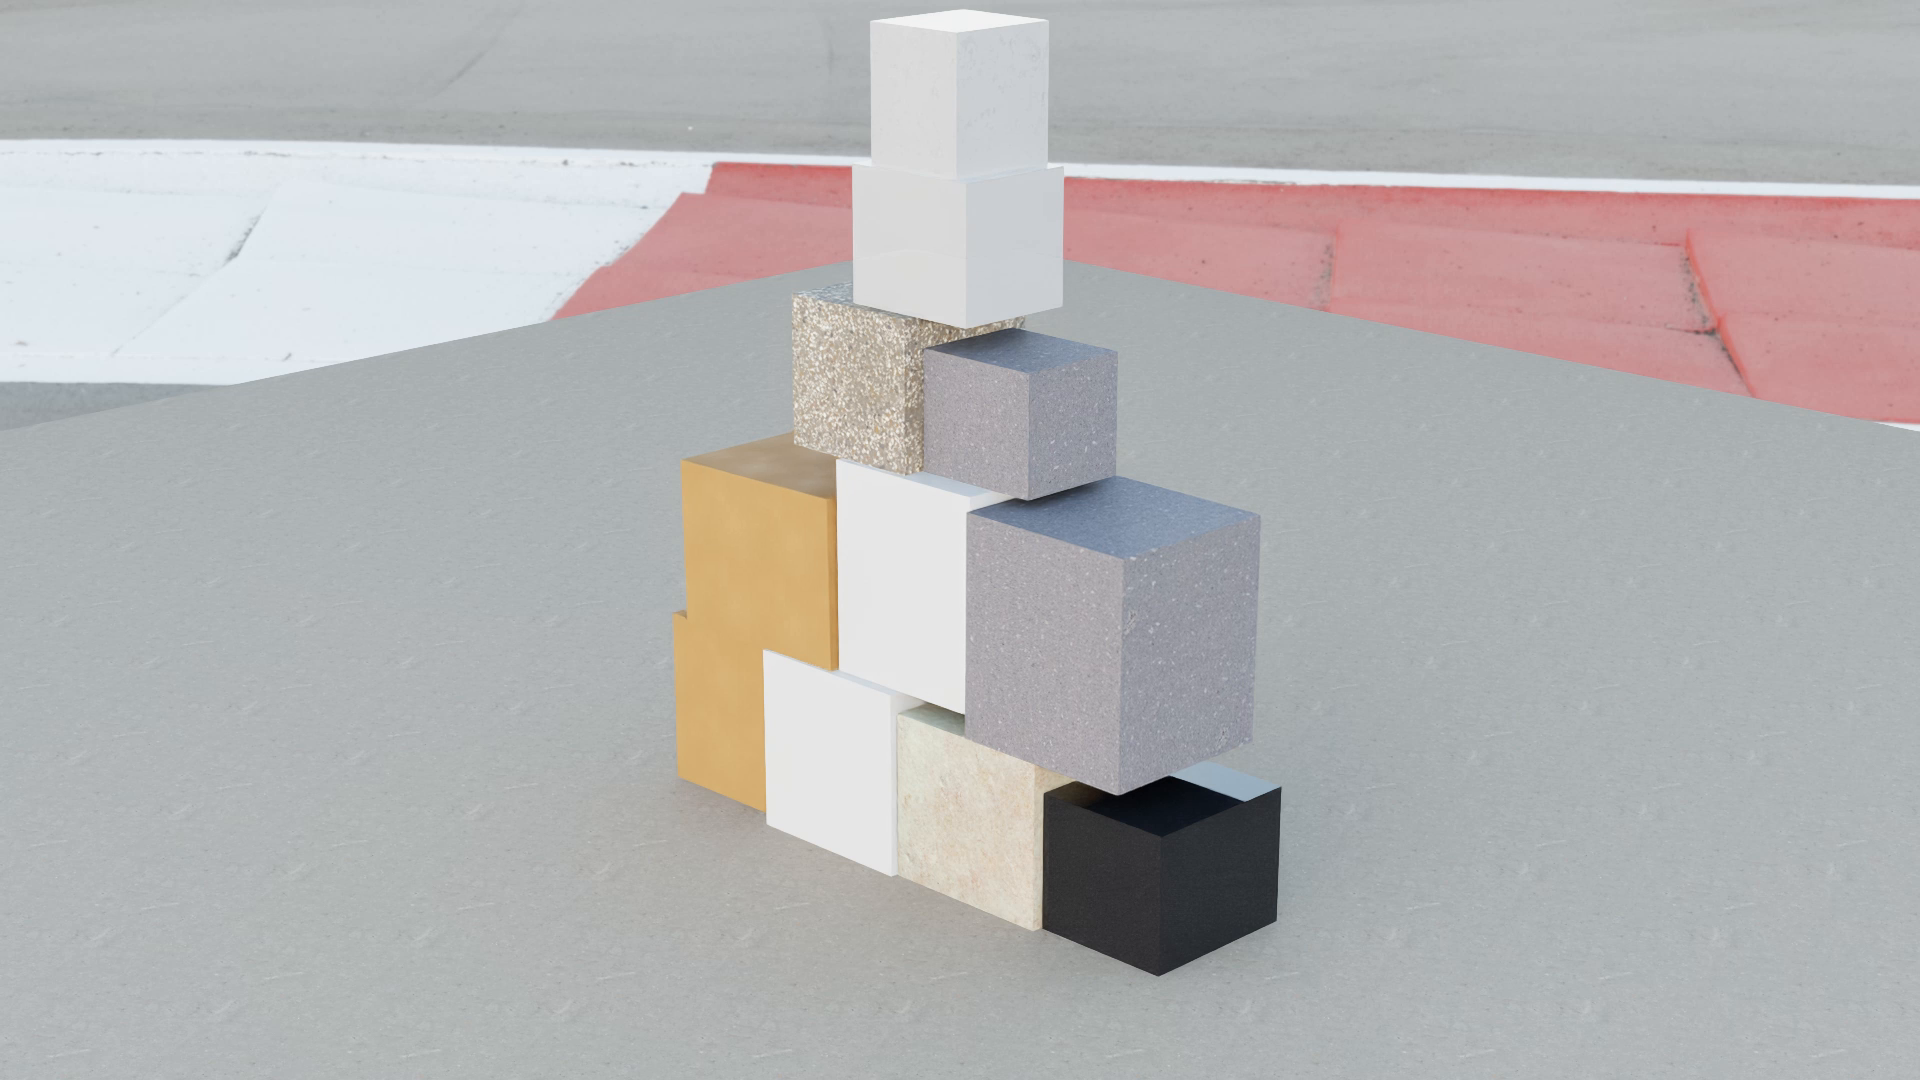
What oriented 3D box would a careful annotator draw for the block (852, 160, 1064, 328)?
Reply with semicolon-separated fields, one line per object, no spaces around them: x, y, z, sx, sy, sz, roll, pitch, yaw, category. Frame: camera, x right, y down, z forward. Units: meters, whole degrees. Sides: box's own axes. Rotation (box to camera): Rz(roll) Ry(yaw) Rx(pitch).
-0.010;-1.343;12.909;0.606;0.627;0.704;-17;24;-42;block

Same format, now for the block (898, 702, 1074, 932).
0.339;1.154;13.352;0.906;0.791;0.854;-17;24;-42;block

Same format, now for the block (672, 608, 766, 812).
-0.871;0.768;14.468;0.748;0.860;0.763;-17;24;-42;block

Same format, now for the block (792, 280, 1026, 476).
-0.232;-0.778;13.335;0.760;0.706;0.731;-17;24;-42;block

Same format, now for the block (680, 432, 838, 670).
-0.636;0.010;14.005;0.917;0.815;1.021;-17;23;-42;block

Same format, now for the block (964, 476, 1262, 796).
0.657;0.383;12.745;0.882;1.044;0.907;-17;24;-42;block

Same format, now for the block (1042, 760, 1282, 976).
0.882;1.392;12.844;0.792;0.642;0.679;-17;24;-42;block

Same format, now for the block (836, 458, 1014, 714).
0.045;0.117;13.341;0.854;1.006;0.847;-17;24;-42;block

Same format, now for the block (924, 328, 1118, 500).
0.264;-0.563;12.892;0.560;0.562;0.640;-17;24;-42;block

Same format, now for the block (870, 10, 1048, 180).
-0.002;-1.941;12.730;0.564;0.623;0.526;-17;24;-42;block

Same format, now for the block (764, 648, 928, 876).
-0.281;0.928;13.917;0.954;0.885;0.862;-17;24;-42;block
